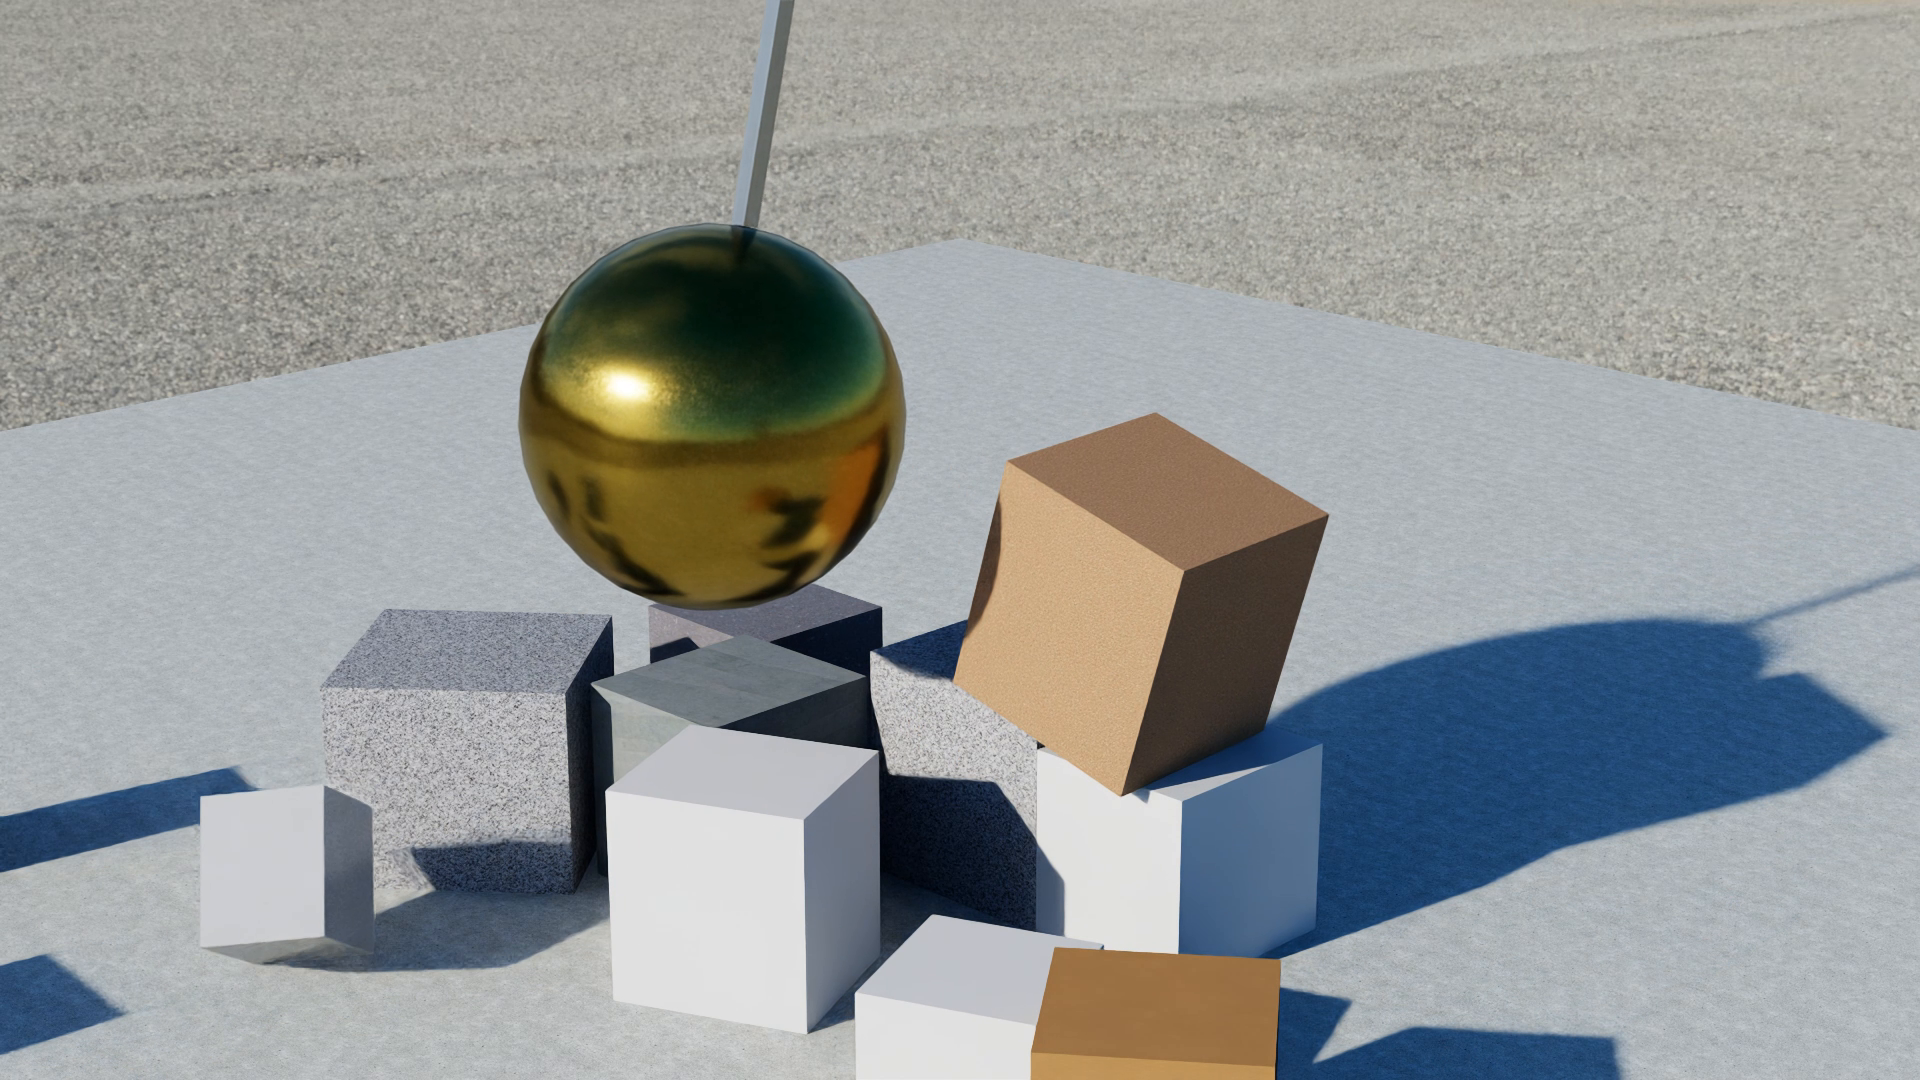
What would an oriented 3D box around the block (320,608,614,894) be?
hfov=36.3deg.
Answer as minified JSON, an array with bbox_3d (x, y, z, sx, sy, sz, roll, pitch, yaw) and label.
[{"bbox_3d":[-2.252,0.967,13.654,1.105,0.968,1.082,1,17,4],"label":"block"}]

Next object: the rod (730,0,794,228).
[{"bbox_3d":[-0.442,-3.828,11.675,0.080,5.200,0.080,17,10,42],"label":"rod"}]

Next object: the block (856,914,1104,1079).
[{"bbox_3d":[0.083,1.921,11.162,0.715,0.643,0.744,7,19,21],"label":"block"}]

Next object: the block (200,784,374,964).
[{"bbox_3d":[-2.827,1.413,12.342,0.537,0.630,0.565,-6,-16,8],"label":"block"}]

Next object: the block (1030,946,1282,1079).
[{"bbox_3d":[0.698,2.043,10.364,0.821,0.887,0.830,2,18,7],"label":"block"}]

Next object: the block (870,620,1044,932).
[{"bbox_3d":[0.318,1.007,13.375,1.034,1.058,1.008,17,24,42],"label":"block"}]

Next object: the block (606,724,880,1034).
[{"bbox_3d":[-0.894,1.405,12.301,0.878,0.943,0.799,6,19,20],"label":"block"}]

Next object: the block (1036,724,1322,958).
[{"bbox_3d":[0.948,1.304,12.734,0.816,0.876,0.928,17,24,42],"label":"block"}]

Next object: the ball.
[{"bbox_3d":[-1.019,-0.506,12.114,1.600,1.600,1.600,0,17,0],"label":"ball"}]

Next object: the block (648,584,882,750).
[{"bbox_3d":[-0.960,0.734,14.582,0.813,0.855,0.822,-16,24,-42],"label":"block"}]

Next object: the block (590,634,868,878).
[{"bbox_3d":[-1.044,1.074,13.374,0.827,0.931,0.930,16,24,42],"label":"block"}]

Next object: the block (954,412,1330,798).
[{"bbox_3d":[0.755,0.252,12.397,0.969,1.096,0.983,33,34,32],"label":"block"}]
